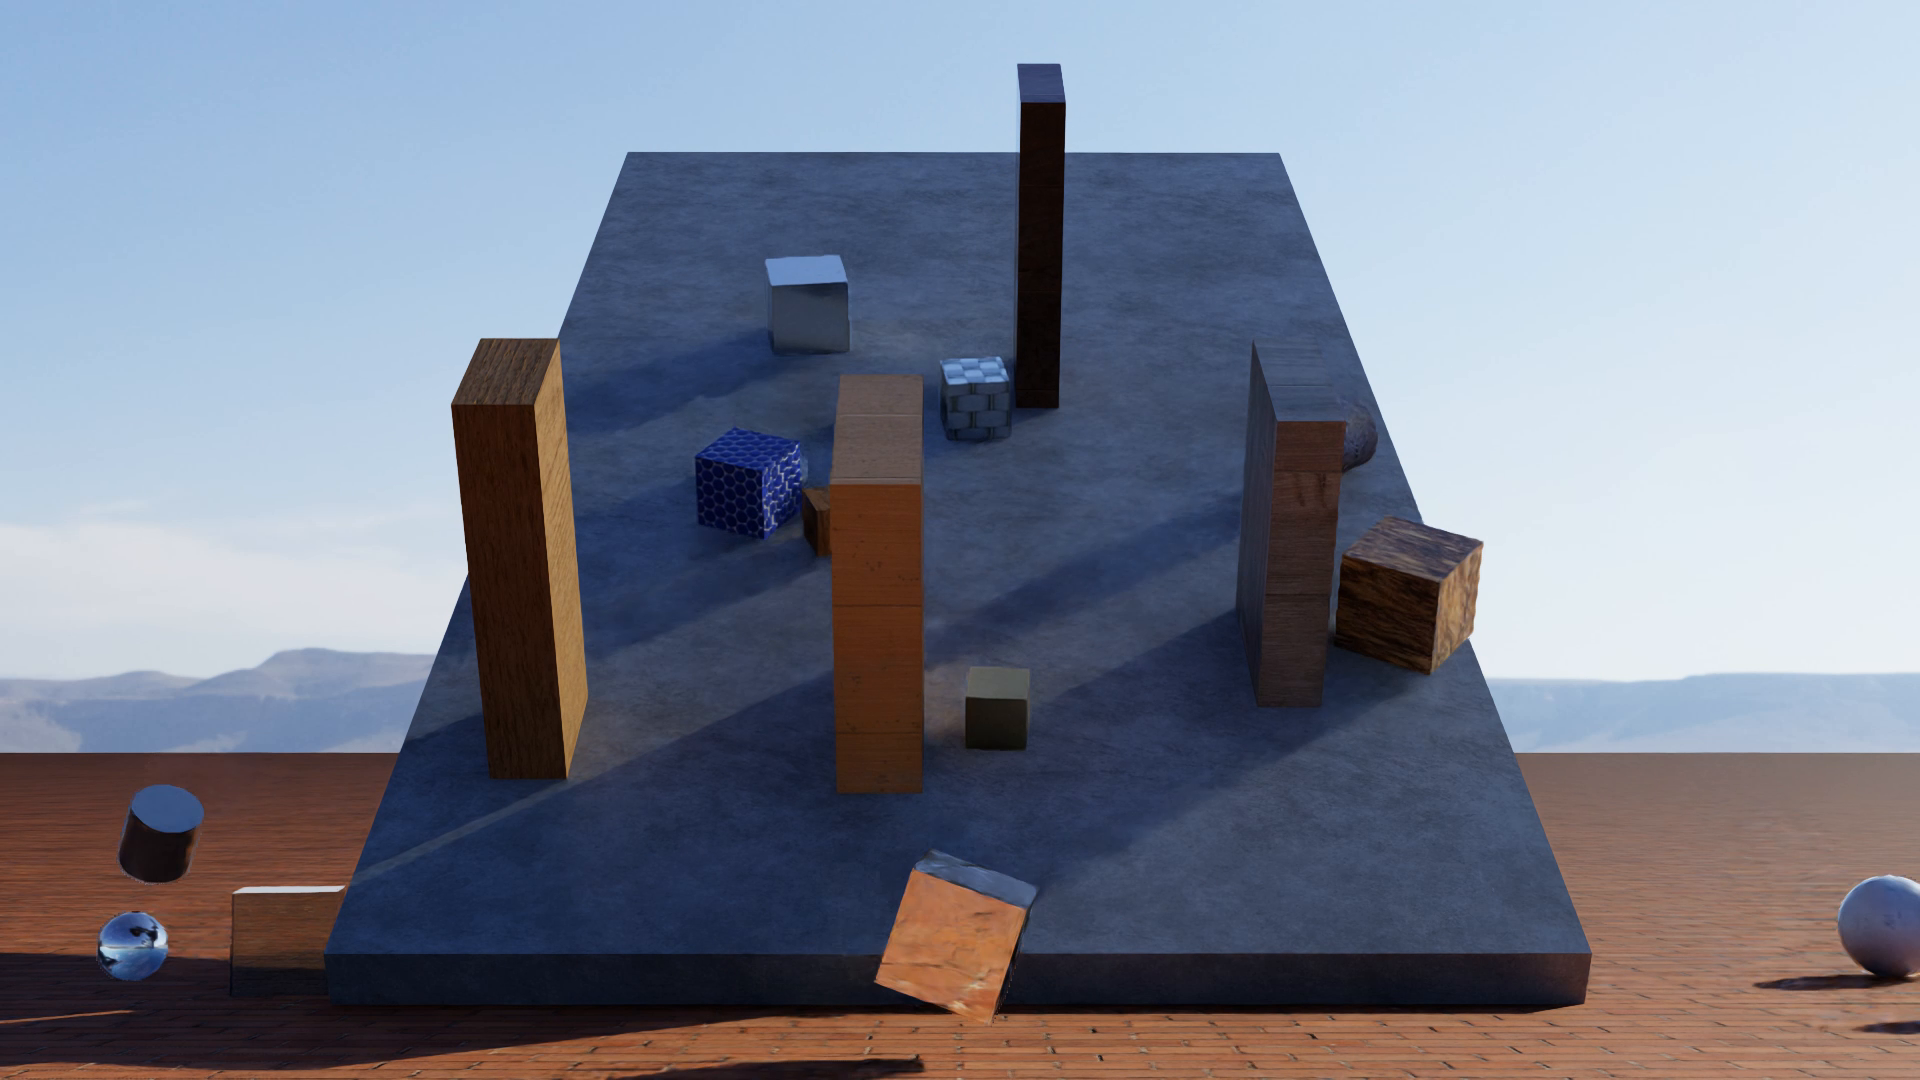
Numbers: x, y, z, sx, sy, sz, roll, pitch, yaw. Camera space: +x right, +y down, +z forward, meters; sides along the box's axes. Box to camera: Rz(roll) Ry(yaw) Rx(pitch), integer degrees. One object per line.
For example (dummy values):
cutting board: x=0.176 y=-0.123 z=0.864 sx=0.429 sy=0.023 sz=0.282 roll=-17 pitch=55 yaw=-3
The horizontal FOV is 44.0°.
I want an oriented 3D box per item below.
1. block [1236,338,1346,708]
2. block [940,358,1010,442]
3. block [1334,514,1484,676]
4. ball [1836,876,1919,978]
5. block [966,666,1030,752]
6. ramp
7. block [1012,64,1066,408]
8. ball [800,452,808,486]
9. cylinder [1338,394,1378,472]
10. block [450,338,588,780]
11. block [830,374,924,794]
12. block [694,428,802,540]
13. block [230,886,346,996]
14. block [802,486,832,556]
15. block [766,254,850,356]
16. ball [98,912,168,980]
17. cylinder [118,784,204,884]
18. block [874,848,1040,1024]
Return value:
block: x=0.611 y=-0.036 z=4.444 sx=0.119 sy=0.582 sz=0.380 roll=0 pitch=27 yaw=0
block: x=0.033 y=-0.325 z=5.477 sx=0.142 sy=0.142 sz=0.142 roll=-3 pitch=28 yaw=-7
block: x=0.865 y=0.104 z=4.589 sx=0.202 sy=0.202 sz=0.202 roll=17 pitch=32 yaw=30
ball: x=1.662 y=0.690 z=4.245 sx=0.180 sy=0.180 sz=0.180 roll=0 pitch=-5 yaw=0
block: x=0.069 y=0.305 z=4.298 sx=0.109 sy=0.109 sz=0.109 roll=2 pitch=28 yaw=4
ramp: x=-0.011 y=-0.225 z=5.546 sx=2.000 sy=0.100 sz=4.000 roll=0 pitch=27 yaw=0
block: x=0.183 y=-0.711 z=5.570 sx=0.101 sy=0.741 sz=0.305 roll=0 pitch=27 yaw=0
ball: x=-0.385 y=-0.153 z=5.177 sx=0.111 sy=0.111 sz=0.111 roll=0 pitch=-5 yaw=0
cylinder: x=0.806 y=-0.221 z=5.256 sx=0.163 sy=0.163 sz=0.163 roll=-21 pitch=9 yaw=-35
block: x=-0.760 y=0.037 z=4.145 sx=0.135 sy=0.722 sz=0.279 roll=0 pitch=27 yaw=0
block: x=-0.140 y=0.072 z=4.212 sx=0.149 sy=0.600 sz=0.450 roll=0 pitch=27 yaw=0
block: x=-0.448 y=-0.121 z=5.059 sx=0.162 sy=0.162 sz=0.162 roll=13 pitch=30 yaw=23
block: x=-1.132 y=0.675 z=4.009 sx=0.169 sy=0.169 sz=0.169 roll=1 pitch=-5 yaw=-10
block: x=-0.262 y=-0.044 z=4.970 sx=0.107 sy=0.107 sz=0.107 roll=-9 pitch=29 yaw=-18
block: x=-0.381 y=-0.584 z=5.924 sx=0.187 sy=0.187 sz=0.187 roll=-4 pitch=28 yaw=-8
ball: x=-1.455 y=0.715 z=4.182 sx=0.119 sy=0.119 sz=0.119 roll=0 pitch=-5 yaw=0
cylinder: x=-1.364 y=0.501 z=4.058 sx=0.118 sy=0.118 sz=0.118 roll=19 pitch=30 yaw=-11
block: x=-0.002 y=0.521 z=3.144 sx=0.158 sy=0.158 sz=0.158 roll=19 pitch=5 yaw=7
